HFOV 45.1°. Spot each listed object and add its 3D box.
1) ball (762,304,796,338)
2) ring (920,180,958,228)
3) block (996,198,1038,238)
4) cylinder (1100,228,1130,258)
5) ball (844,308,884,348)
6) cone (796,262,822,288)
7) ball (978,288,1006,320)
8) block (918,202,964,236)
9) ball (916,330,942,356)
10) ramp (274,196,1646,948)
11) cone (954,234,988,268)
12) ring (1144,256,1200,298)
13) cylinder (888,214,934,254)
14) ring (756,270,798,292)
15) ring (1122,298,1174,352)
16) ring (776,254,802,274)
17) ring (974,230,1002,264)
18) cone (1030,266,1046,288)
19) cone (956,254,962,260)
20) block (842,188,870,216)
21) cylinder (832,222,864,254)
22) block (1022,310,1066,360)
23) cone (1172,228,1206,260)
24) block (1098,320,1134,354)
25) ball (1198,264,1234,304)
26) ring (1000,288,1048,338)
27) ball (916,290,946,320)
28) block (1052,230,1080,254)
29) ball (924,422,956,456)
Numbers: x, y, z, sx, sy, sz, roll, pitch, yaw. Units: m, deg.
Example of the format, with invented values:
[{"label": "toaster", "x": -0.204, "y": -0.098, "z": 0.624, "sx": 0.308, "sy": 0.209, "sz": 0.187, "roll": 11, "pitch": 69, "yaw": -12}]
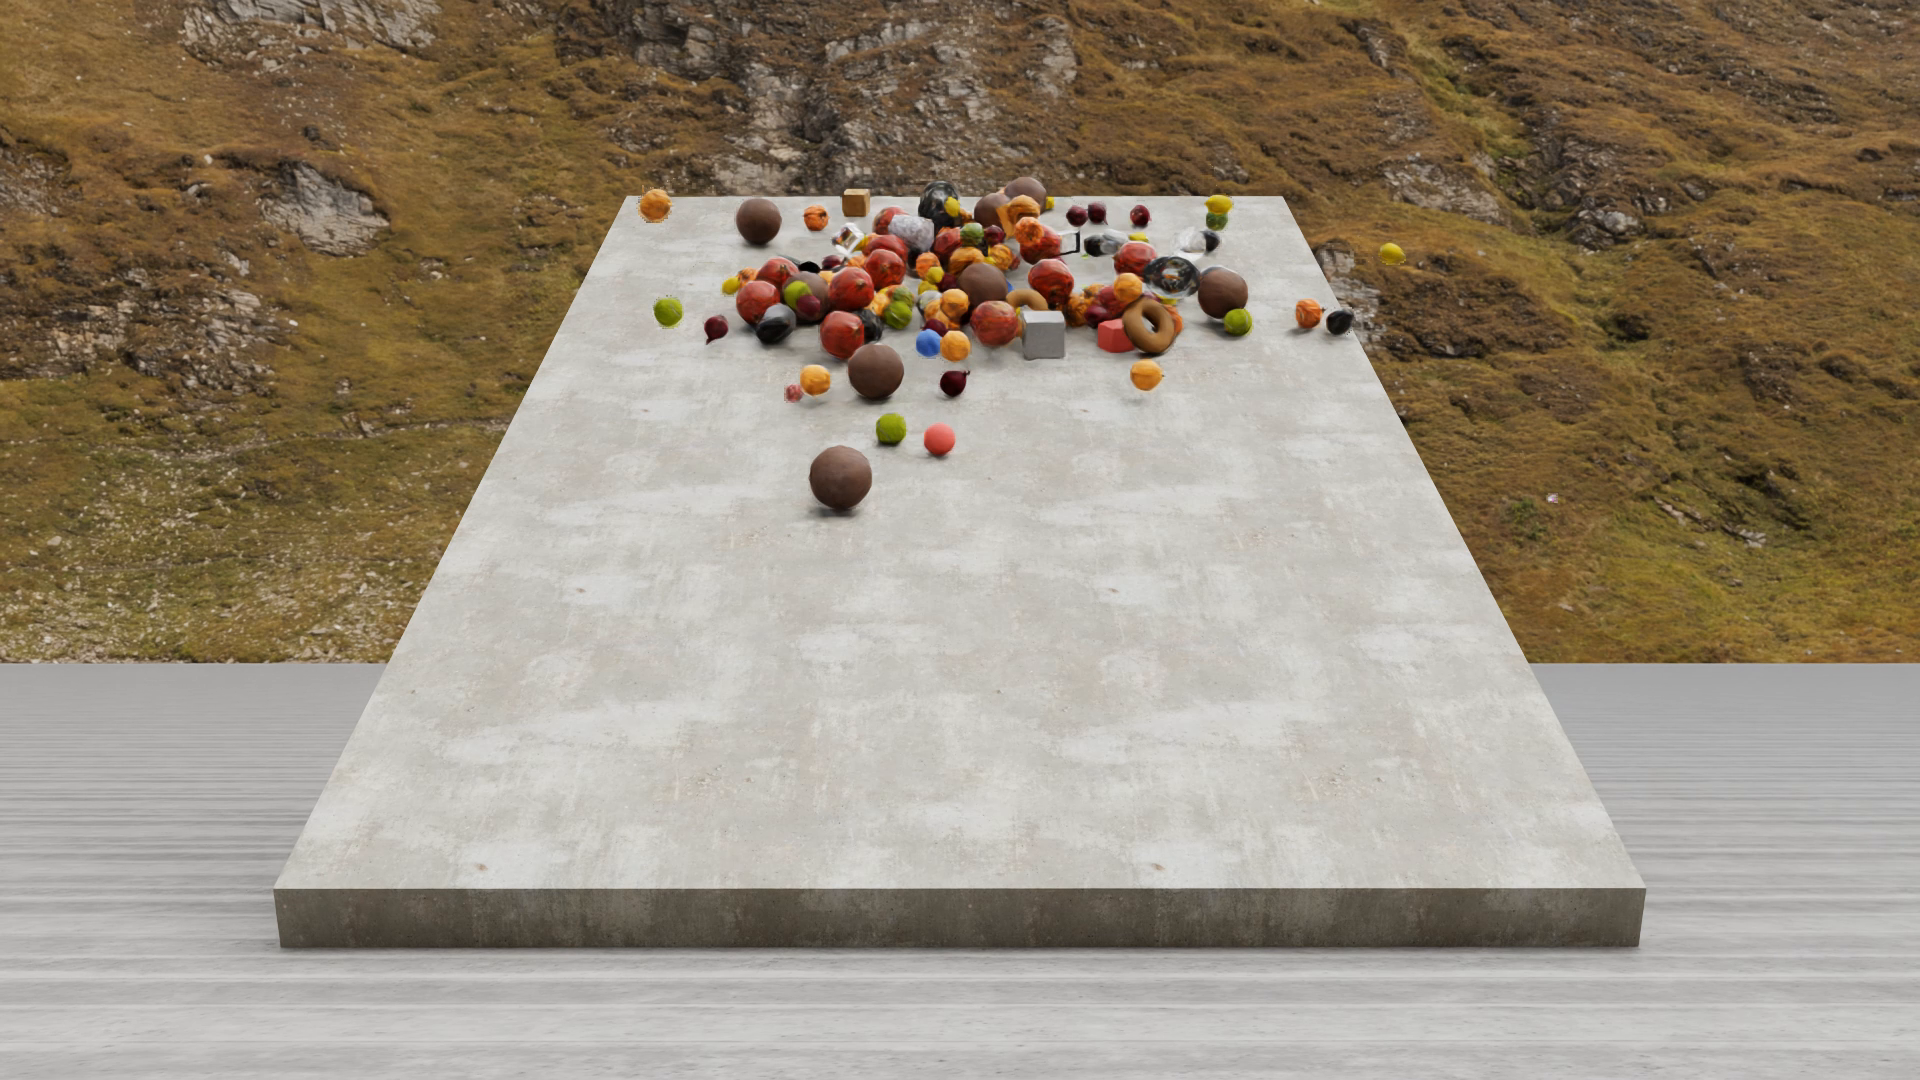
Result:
[{"label": "ball", "x": -0.448, "y": -0.545, "z": 5.742, "sx": 0.085, "sy": 0.085, "sz": 0.085, "roll": 0, "pitch": -3, "yaw": 0}, {"label": "ring", "x": -0.057, "y": -0.929, "z": 6.384, "sx": 0.131, "sy": 0.131, "sz": 0.044, "roll": -3, "pitch": 5, "yaw": 45}, {"label": "block", "x": 0.159, "y": -0.898, "z": 6.442, "sx": 0.087, "sy": 0.087, "sz": 0.087, "roll": -20, "pitch": 5, "yaw": 8}, {"label": "cylinder", "x": 0.421, "y": -0.807, "z": 6.275, "sx": 0.066, "sy": 0.066, "sz": 0.066, "roll": 18, "pitch": 0, "yaw": 9}, {"label": "ball", "x": -0.237, "y": -0.520, "z": 5.670, "sx": 0.096, "sy": 0.096, "sz": 0.096, "roll": 0, "pitch": -3, "yaw": 0}, {"label": "cone", "x": -0.399, "y": -0.711, "z": 6.124, "sx": 0.072, "sy": 0.072, "sz": 0.072, "roll": 0, "pitch": 19, "yaw": -1}, {"label": "ball", "x": 0.085, "y": -0.599, "z": 5.879, "sx": 0.081, "sy": 0.081, "sz": 0.081, "roll": 0, "pitch": -3, "yaw": 0}, {"label": "block", "x": -0.054, "y": -0.909, "z": 6.519, "sx": 0.093, "sy": 0.093, "sz": 0.093, "roll": -9, "pitch": 6, "yaw": 18}, {"label": "ball", "x": -0.073, "y": -0.464, "z": 5.440, "sx": 0.065, "sy": 0.065, "sz": 0.065, "roll": 0, "pitch": -3, "yaw": 0}, {"label": "ramp", "x": -0.007, "y": -0.225, "z": 5.225, "sx": 2.000, "sy": 0.100, "sz": 4.000, "roll": 0, "pitch": 23, "yaw": 0}, {"label": "cone", "x": 0.014, "y": -0.770, "z": 6.173, "sx": 0.090, "sy": 0.090, "sz": 0.090, "roll": 7, "pitch": 3, "yaw": 41}, {"label": "ring", "x": 0.520, "y": -0.644, "z": 5.665, "sx": 0.143, "sy": 0.048, "sz": 0.143, "roll": 10, "pitch": -30, "yaw": 6}, {"label": "cylinder", "x": -0.132, "y": -0.830, "z": 6.263, "sx": 0.094, "sy": 0.094, "sz": 0.094, "roll": 12, "pitch": 2, "yaw": 26}, {"label": "ring", "x": -0.485, "y": -0.687, "z": 6.142, "sx": 0.112, "sy": 0.037, "sz": 0.112, "roll": 1, "pitch": 24, "yaw": 0}, {"label": "ring", "x": 0.461, "y": -0.523, "z": 5.635, "sx": 0.146, "sy": 0.146, "sz": 0.049, "roll": 2, "pitch": -22, "yaw": -33}, {"label": "ring", "x": -0.442, "y": -0.730, "z": 6.194, "sx": 0.115, "sy": 0.038, "sz": 0.115, "roll": 23, "pitch": -1, "yaw": 1}, {"label": "ring", "x": 0.072, "y": -0.807, "z": 6.360, "sx": 0.098, "sy": 0.098, "sz": 0.033, "roll": 2, "pitch": -7, "yaw": -37}, {"label": "cone", "x": 0.213, "y": -0.682, "z": 6.047, "sx": 0.051, "sy": 0.051, "sz": 0.051, "roll": -21, "pitch": -7, "yaw": -3}, {"label": "cone", "x": 0.021, "y": -0.799, "z": 6.367, "sx": 0.053, "sy": 0.053, "sz": 0.053, "roll": 21, "pitch": 20, "yaw": -8}, {"label": "block", "x": -0.307, "y": -1.000, "z": 6.843, "sx": 0.067, "sy": 0.067, "sz": 0.067, "roll": 4, "pitch": 24, "yaw": 9}, {"label": "cylinder", "x": -0.287, "y": -0.772, "z": 5.912, "sx": 0.060, "sy": 0.060, "sz": 0.060, "roll": -45, "pitch": -25, "yaw": 23}, {"label": "block", "x": 0.203, "y": -0.500, "z": 5.626, "sx": 0.095, "sy": 0.095, "sz": 0.095, "roll": -1, "pitch": 23, "yaw": -4}, {"label": "cone", "x": 0.614, "y": -0.798, "z": 6.309, "sx": 0.095, "sy": 0.095, "sz": 0.095, "roll": -1, "pitch": 19, "yaw": 20}, {"label": "block", "x": 0.383, "y": -0.500, "z": 5.669, "sx": 0.062, "sy": 0.062, "sz": 0.062, "roll": -13, "pitch": 26, "yaw": -29}, {"label": "ball", "x": 0.666, "y": -0.667, "z": 6.018, "sx": 0.099, "sy": 0.099, "sz": 0.099, "roll": 0, "pitch": -3, "yaw": 0}, {"label": "ring", "x": 0.159, "y": -0.563, "z": 5.729, "sx": 0.125, "sy": 0.125, "sz": 0.042, "roll": -1, "pitch": 13, "yaw": 11}, {"label": "ball", "x": -0.072, "y": -0.600, "z": 5.886, "sx": 0.075, "sy": 0.075, "sz": 0.075, "roll": 0, "pitch": -3, "yaw": 0}, {"label": "block", "x": 0.296, "y": -0.824, "z": 6.389, "sx": 0.056, "sy": 0.056, "sz": 0.056, "roll": -11, "pitch": 16, "yaw": -17}, {"label": "ball", "x": -0.045, "y": -0.218, "z": 4.991, "sx": 0.070, "sy": 0.070, "sz": 0.070, "roll": 0, "pitch": -3, "yaw": 0}]
